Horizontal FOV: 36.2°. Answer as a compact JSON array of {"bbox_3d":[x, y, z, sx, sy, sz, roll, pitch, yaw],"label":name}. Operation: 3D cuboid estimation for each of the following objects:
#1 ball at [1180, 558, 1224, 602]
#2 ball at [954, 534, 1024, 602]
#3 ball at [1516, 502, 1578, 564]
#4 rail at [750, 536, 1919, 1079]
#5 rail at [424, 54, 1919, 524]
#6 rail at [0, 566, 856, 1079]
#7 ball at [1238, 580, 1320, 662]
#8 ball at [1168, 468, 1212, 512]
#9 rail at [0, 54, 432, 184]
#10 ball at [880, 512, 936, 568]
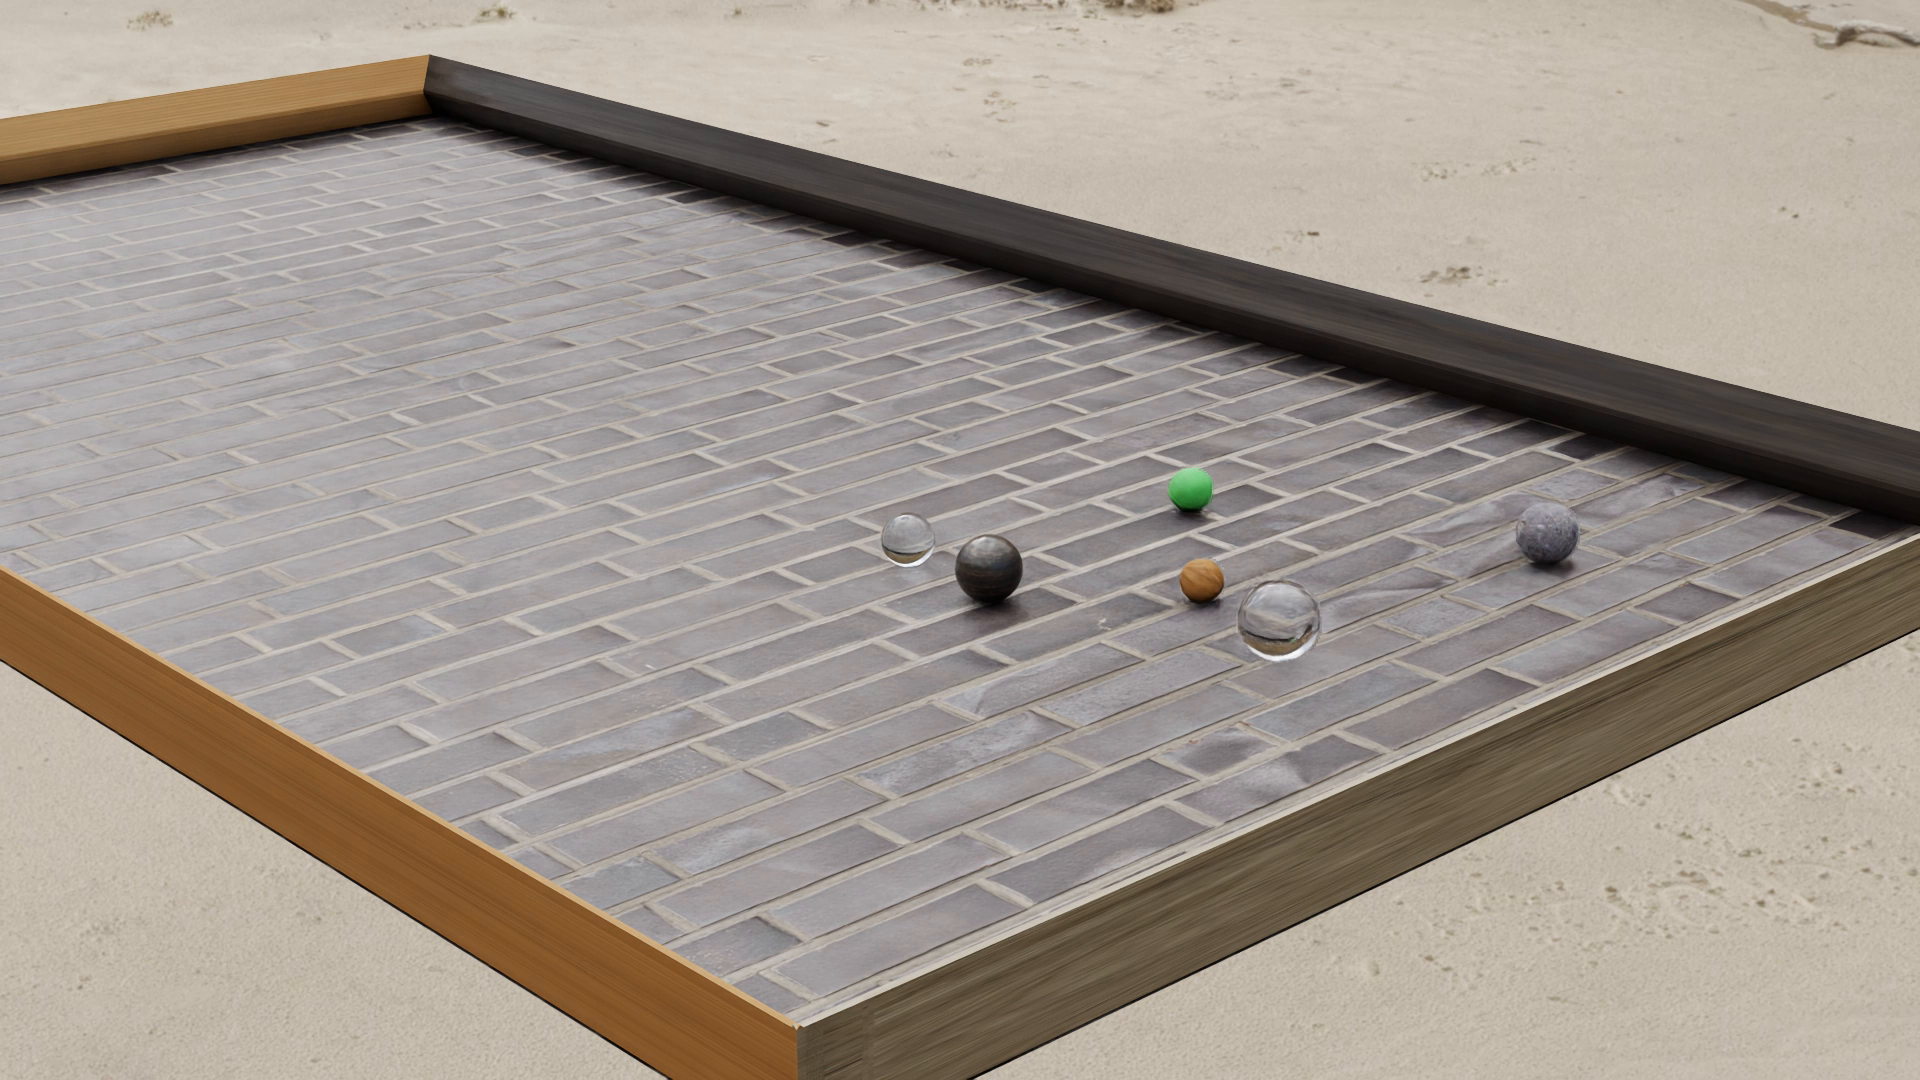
[{"bbox_3d":[0.222,0.037,2.692,0.041,0.041,0.041,0,20,0],"label":"ball"},{"bbox_3d":[0.026,0.026,2.691,0.063,0.063,0.063,0,20,0],"label":"ball"},{"bbox_3d":[0.556,-0.006,2.785,0.059,0.059,0.059,0,20,0],"label":"ball"},{"bbox_3d":[0.456,0.152,2.301,1.549,0.093,0.045,-18,26,-39],"label":"rail"},{"bbox_3d":[0.081,-0.371,3.727,0.045,0.093,2.792,-18,26,-39],"label":"rail"},{"bbox_3d":[-1.025,-0.022,2.774,0.045,0.093,2.792,-18,26,-39],"label":"rail"},{"bbox_3d":[0.278,0.070,2.558,0.072,0.072,0.072,0,20,0],"label":"ball"},{"bbox_3d":[0.229,-0.050,2.926,0.043,0.043,0.043,0,20,0],"label":"ball"},{"bbox_3d":[-1.400,-0.545,4.200,1.549,0.093,0.045,-18,26,-39],"label":"rail"},{"bbox_3d":[-0.049,0.000,2.779,0.052,0.052,0.052,0,20,0],"label":"ball"}]
